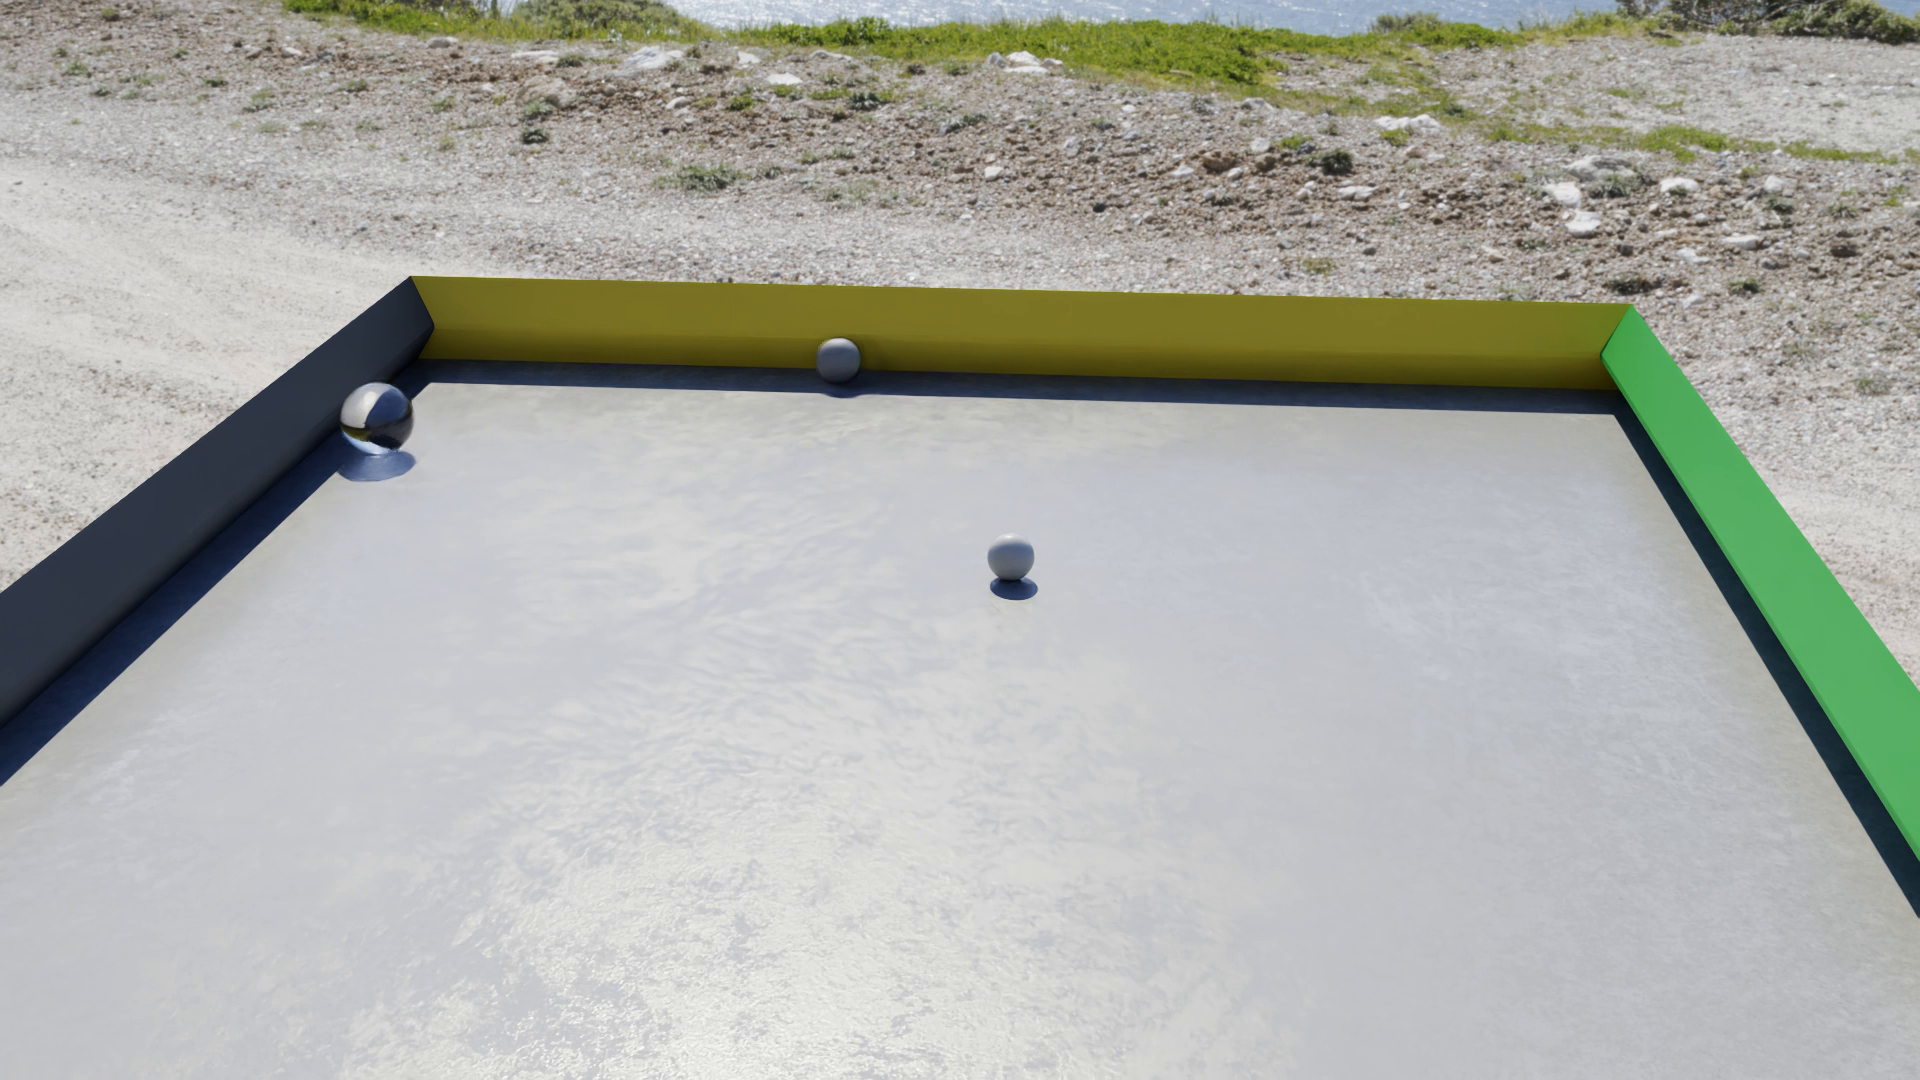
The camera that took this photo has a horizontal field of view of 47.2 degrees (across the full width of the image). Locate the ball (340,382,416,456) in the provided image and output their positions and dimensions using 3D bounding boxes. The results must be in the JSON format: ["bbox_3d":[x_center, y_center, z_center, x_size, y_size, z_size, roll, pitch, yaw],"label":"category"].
[{"bbox_3d":[-0.728,-0.152,2.750,0.092,0.092,0.092,0,21,0],"label":"ball"}]

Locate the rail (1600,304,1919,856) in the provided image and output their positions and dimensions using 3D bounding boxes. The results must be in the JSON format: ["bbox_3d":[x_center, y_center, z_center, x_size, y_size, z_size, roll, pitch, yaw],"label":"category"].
[{"bbox_3d":[0.757,0.258,1.654,0.045,0.120,2.900,2,21,5],"label":"rail"}]

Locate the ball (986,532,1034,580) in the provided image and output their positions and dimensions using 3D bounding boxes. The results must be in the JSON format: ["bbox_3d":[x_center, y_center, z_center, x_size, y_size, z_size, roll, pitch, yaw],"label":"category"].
[{"bbox_3d":[0.055,0.018,2.369,0.052,0.052,0.052,0,21,0],"label":"ball"}]

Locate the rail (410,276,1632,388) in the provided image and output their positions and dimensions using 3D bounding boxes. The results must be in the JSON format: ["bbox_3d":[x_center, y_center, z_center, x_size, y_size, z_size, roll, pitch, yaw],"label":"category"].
[{"bbox_3d":[0.063,-0.283,3.047,1.699,0.120,0.045,2,21,5],"label":"rail"}]

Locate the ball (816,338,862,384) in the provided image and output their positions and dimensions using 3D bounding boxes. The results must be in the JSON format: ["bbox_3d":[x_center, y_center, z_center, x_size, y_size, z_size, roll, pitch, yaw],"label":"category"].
[{"bbox_3d":[-0.167,-0.248,3.037,0.063,0.063,0.063,0,21,0],"label":"ball"}]

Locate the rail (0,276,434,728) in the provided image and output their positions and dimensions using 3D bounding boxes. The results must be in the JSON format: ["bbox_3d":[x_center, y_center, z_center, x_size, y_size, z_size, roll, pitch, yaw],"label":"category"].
[{"bbox_3d":[-0.887,0.205,1.792,0.045,0.120,2.900,2,21,5],"label":"rail"}]
